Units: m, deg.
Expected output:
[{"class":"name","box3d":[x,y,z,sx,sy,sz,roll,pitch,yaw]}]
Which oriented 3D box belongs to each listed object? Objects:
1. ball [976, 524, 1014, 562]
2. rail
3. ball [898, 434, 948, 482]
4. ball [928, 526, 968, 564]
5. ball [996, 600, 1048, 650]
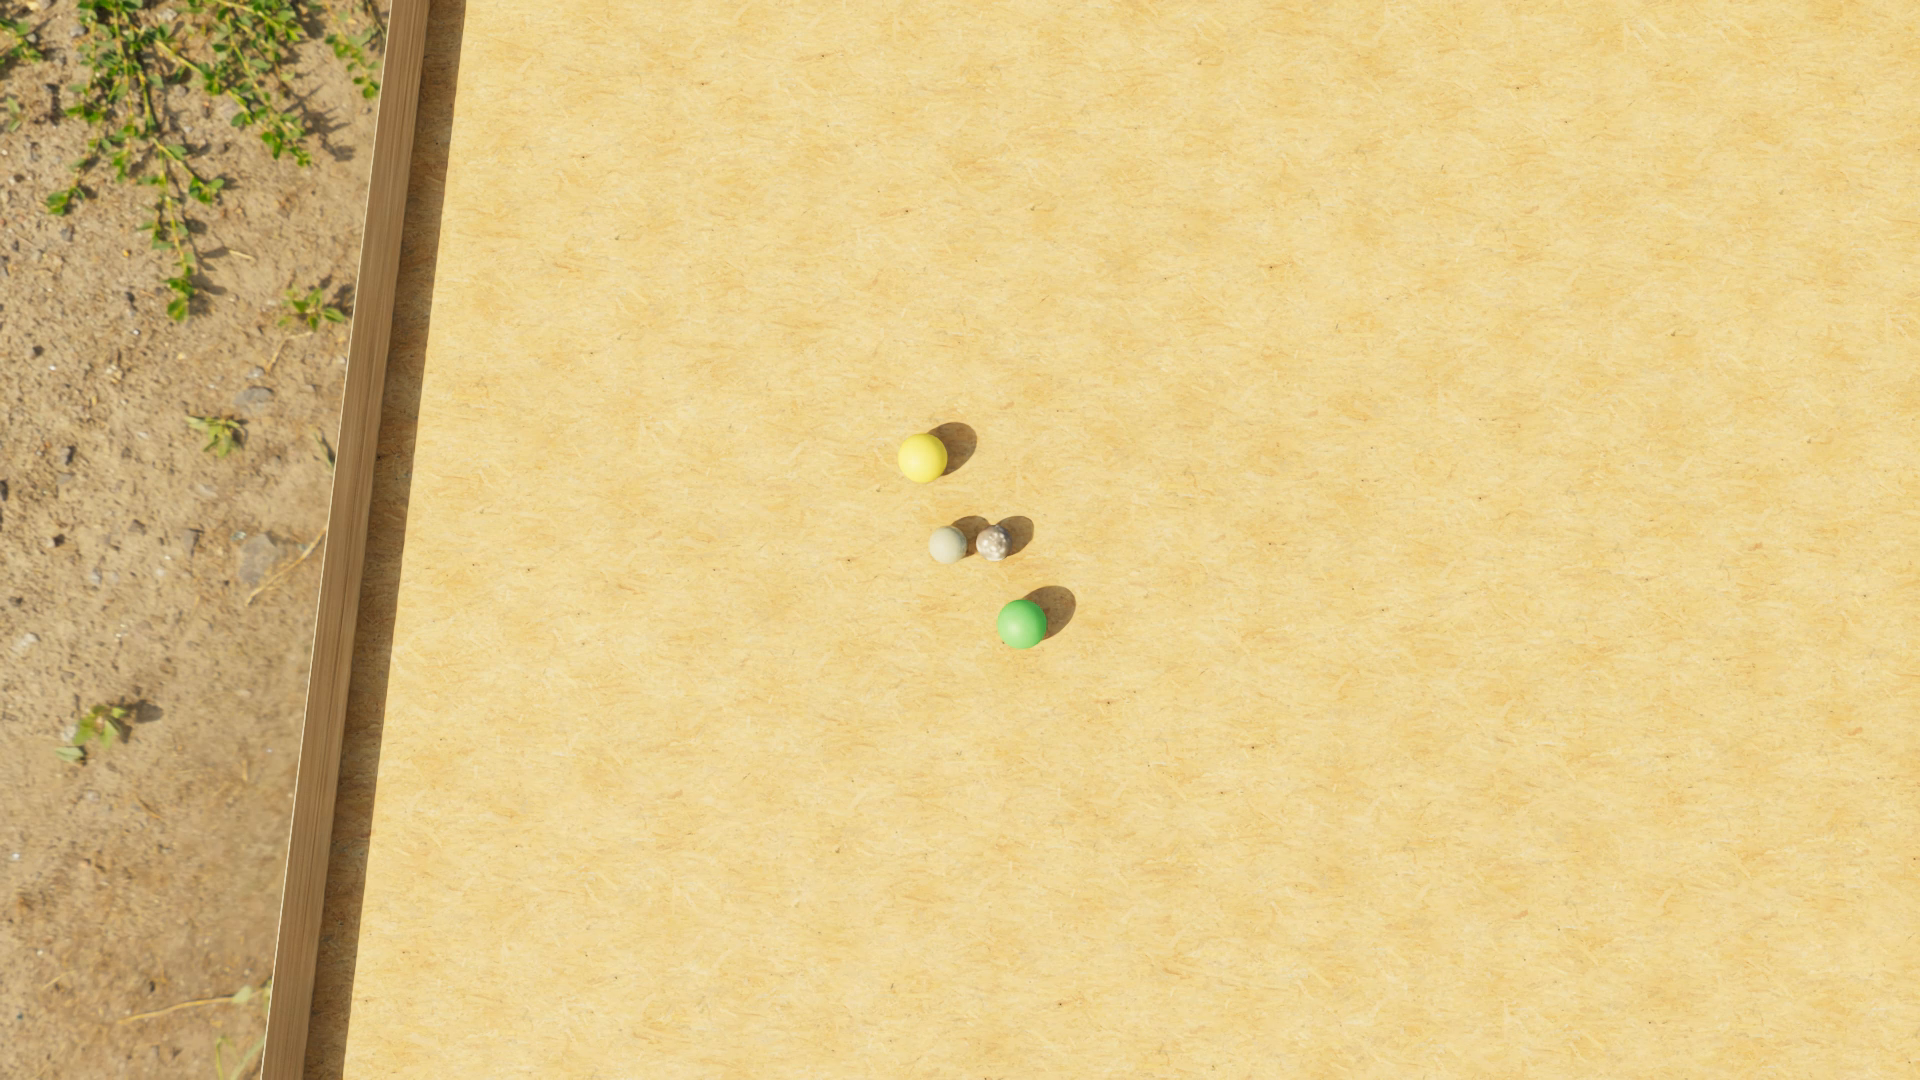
[{"class":"ball","box3d":[0.052,0.005,3.290,0.056,0.056,0.056,0,80,0]},{"class":"rail","box3d":[-0.900,-0.065,3.280,0.045,0.097,2.038,4,80,1]},{"class":"ball","box3d":[-0.056,-0.123,3.302,0.075,0.075,0.075,0,80,0]},{"class":"ball","box3d":[-0.018,0.007,3.287,0.059,0.059,0.059,0,80,0]},{"class":"ball","box3d":[0.092,0.125,3.259,0.075,0.075,0.075,0,80,0]}]
